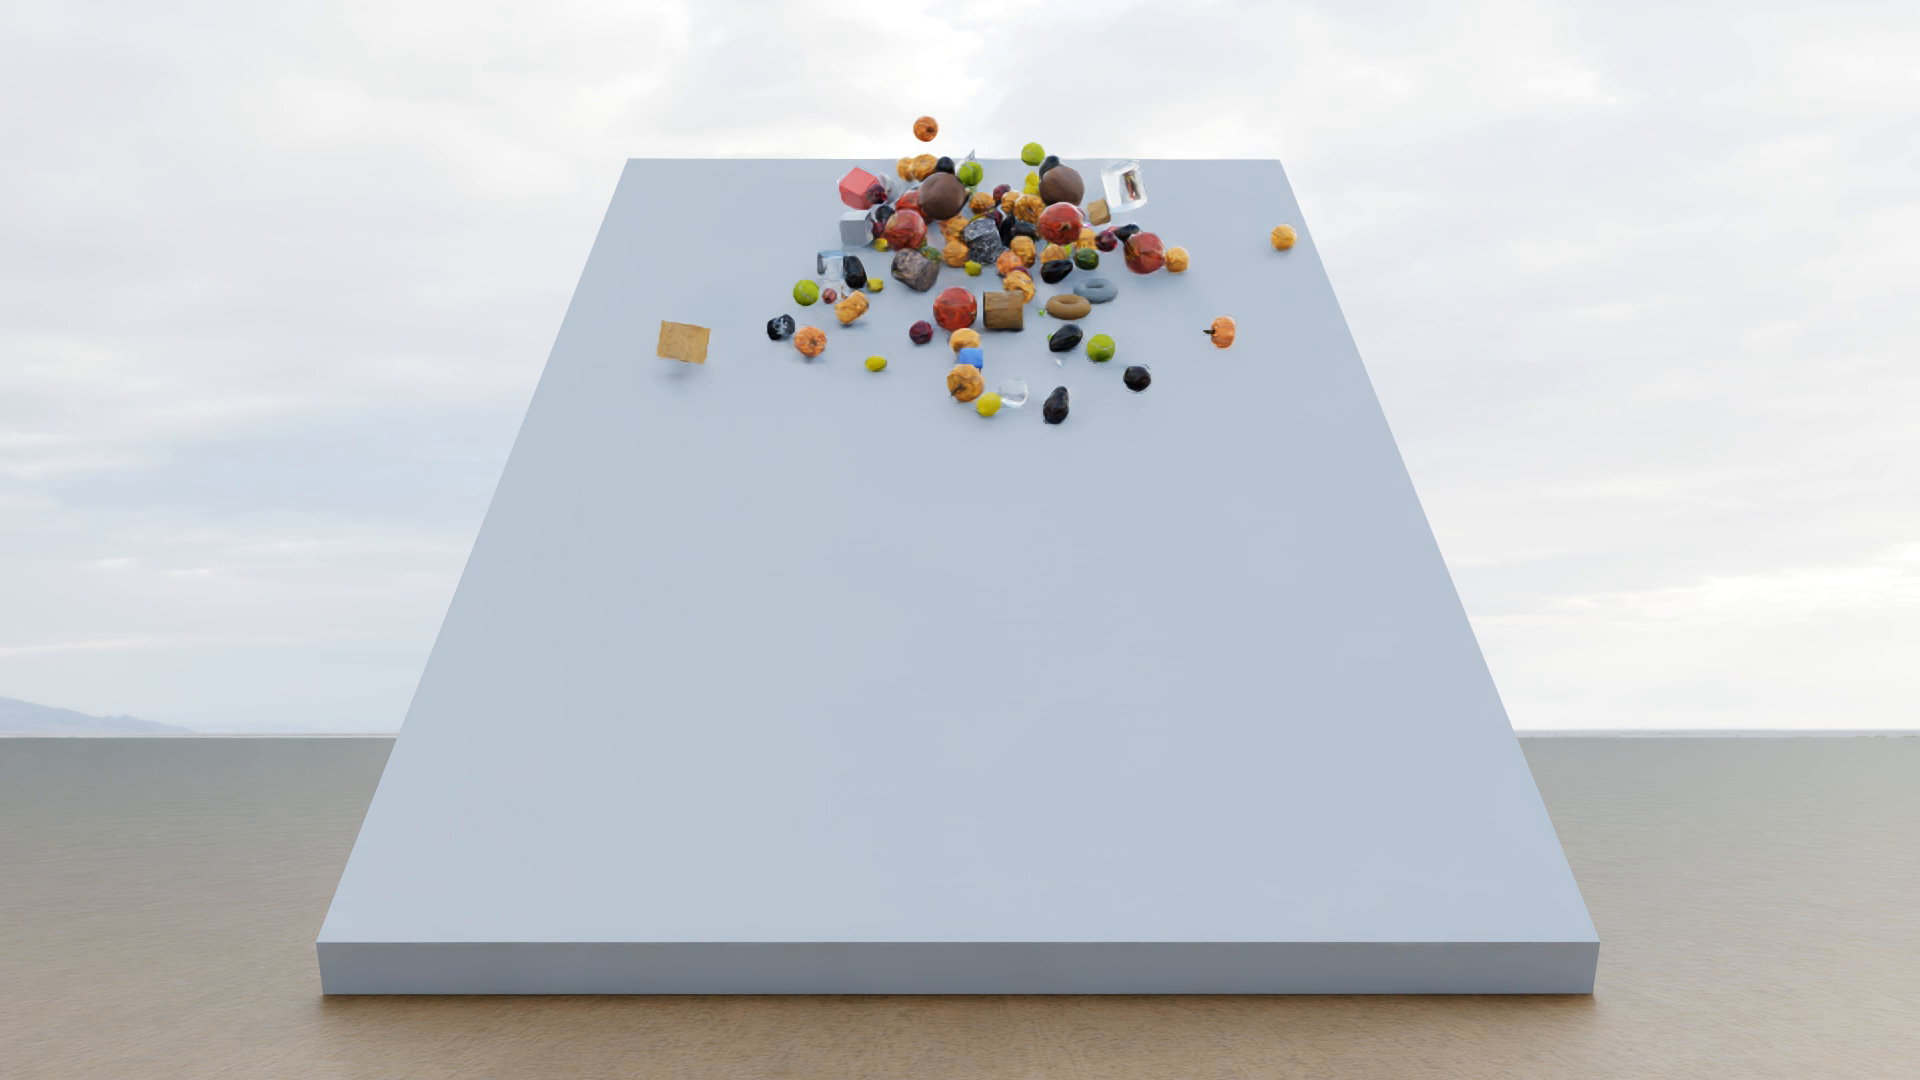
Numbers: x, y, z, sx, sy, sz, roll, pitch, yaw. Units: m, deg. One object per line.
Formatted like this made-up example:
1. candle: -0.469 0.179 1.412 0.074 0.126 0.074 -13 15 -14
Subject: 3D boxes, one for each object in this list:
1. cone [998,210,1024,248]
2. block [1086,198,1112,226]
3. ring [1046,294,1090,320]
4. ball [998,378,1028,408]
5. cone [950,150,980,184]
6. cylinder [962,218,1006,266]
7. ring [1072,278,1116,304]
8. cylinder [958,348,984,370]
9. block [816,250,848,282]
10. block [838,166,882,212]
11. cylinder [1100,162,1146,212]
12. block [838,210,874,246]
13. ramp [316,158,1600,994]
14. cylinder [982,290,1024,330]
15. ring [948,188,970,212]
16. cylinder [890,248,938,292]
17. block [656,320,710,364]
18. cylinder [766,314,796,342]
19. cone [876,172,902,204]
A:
1. cone: 0.137 -0.871 6.547 0.094 0.094 0.094 6 28 -3
2. block: 0.380 -0.894 6.464 0.052 0.052 0.052 -16 -12 10
3. ring: 0.278 -0.599 6.081 0.117 0.039 0.117 1 26 0
4. ball: 0.125 -0.344 5.537 0.070 0.070 0.070 0 -5 0
5. cone: 0.027 -1.061 6.660 0.088 0.088 0.088 15 23 -7
6. cylinder: 0.064 -0.805 6.389 0.092 0.092 0.092 -15 36 11
7. ring: 0.352 -0.653 6.188 0.118 0.039 0.118 0 28 0
8. cylinder: 0.027 -0.438 5.733 0.051 0.051 0.051 -3 -4 -10
9. block: -0.339 -0.731 6.312 0.064 0.064 0.064 -12 29 -23
10. block: -0.283 -0.991 6.705 0.080 0.080 0.080 29 -24 24
11. cylinder: 0.372 -0.803 5.380 0.088 0.088 0.088 -14 24 6
12. block: -0.286 -0.863 6.549 0.074 0.074 0.074 -2 27 14
13. ramp: -0.010 -0.227 5.493 2.000 0.100 4.000 0 27 0
14. cylinder: 0.109 -0.581 5.980 0.094 0.094 0.094 -5 -4 -6
15. ring: -0.001 -0.970 6.756 0.027 0.080 0.080 42 -3 4
16. cylinder: -0.120 -0.710 6.224 0.090 0.090 0.090 32 13 31
17. block: -0.666 -0.476 5.704 0.087 0.087 0.087 9 1 23
18. cylinder: -0.448 -0.532 5.925 0.053 0.053 0.053 -5 21 46
19. cone: -0.222 -1.036 6.846 0.093 0.093 0.093 -1 -29 6
